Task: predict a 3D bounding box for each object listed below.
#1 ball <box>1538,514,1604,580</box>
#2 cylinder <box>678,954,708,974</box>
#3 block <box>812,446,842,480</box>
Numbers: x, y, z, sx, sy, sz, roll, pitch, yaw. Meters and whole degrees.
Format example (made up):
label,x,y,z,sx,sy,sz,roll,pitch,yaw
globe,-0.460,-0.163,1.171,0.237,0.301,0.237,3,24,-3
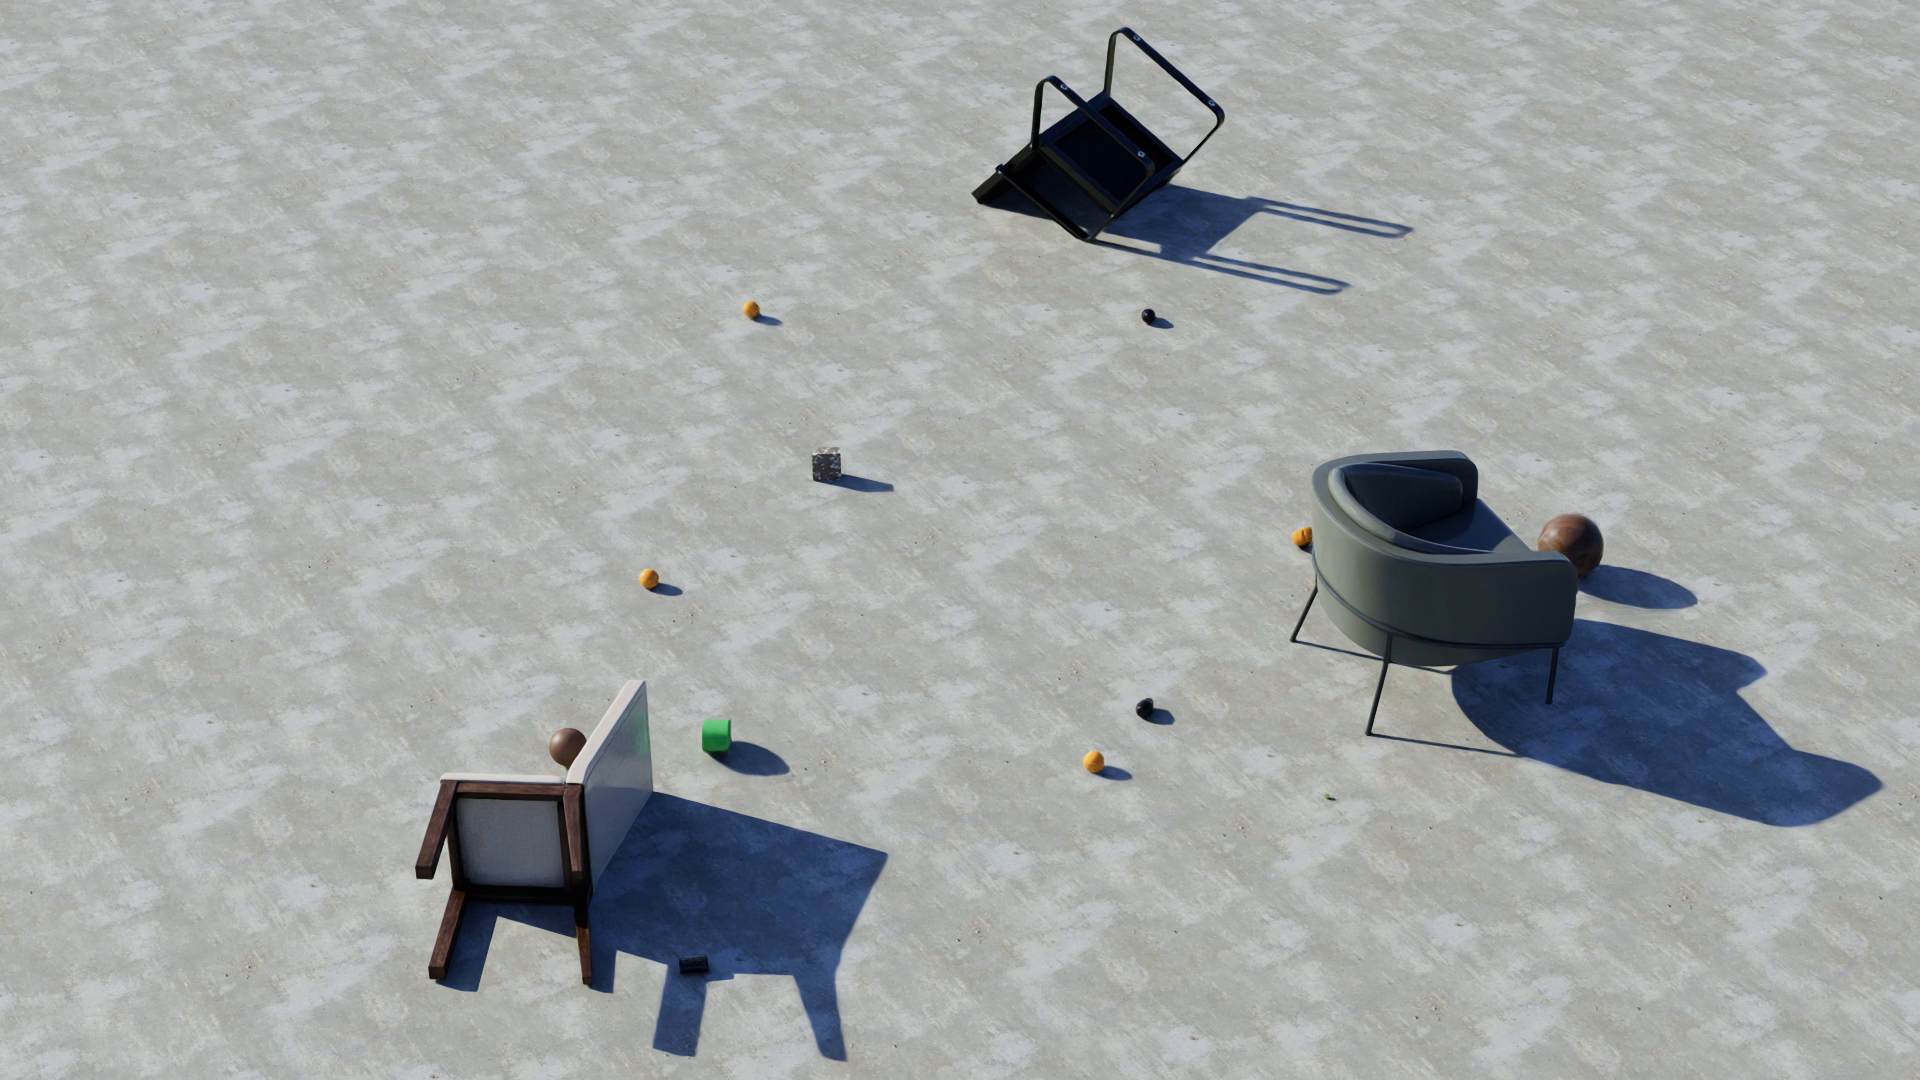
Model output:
label,x,y,z,sx,sy,sz,roll,pitch,yaw
ball,2.228,0.022,10.693,0.240,0.240,0.240,0,33,0
cylinder,-0.812,1.293,8.938,0.087,0.049,0.057,-5,29,-8
block,-0.514,-0.293,11.281,0.109,0.119,0.049,-3,33,-4
